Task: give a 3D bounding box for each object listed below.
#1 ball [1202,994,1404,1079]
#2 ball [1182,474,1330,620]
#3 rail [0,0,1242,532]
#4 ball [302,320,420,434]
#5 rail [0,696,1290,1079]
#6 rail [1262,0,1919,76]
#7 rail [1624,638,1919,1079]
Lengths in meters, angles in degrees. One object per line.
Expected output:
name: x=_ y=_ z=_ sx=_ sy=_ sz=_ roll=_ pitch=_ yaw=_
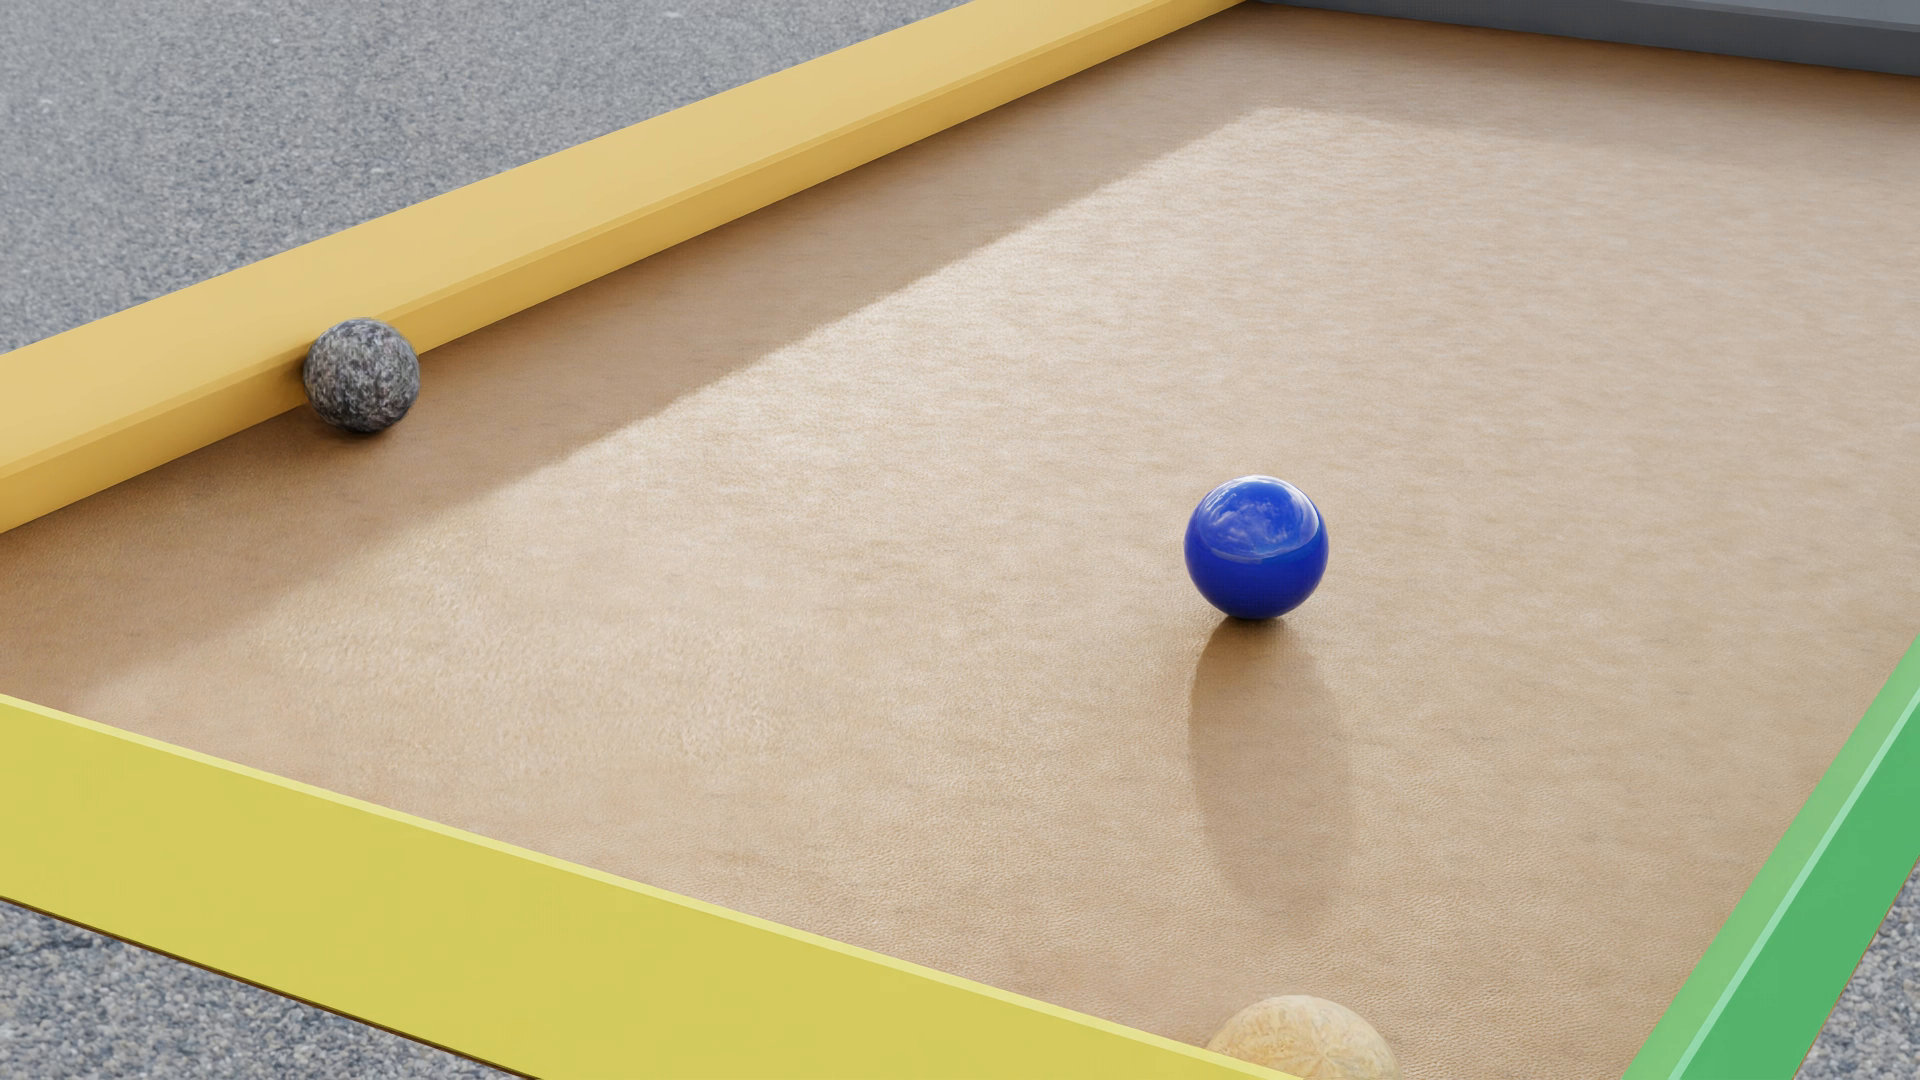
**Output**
ball: x=0.157 y=0.262 z=1.368 sx=0.100 sy=0.100 sz=0.100 roll=0 pitch=22 yaw=0
ball: x=0.201 y=0.005 z=1.999 sx=0.099 sy=0.099 sz=0.099 roll=0 pitch=22 yaw=0
rail: x=-0.240 y=-0.353 z=2.836 sx=0.045 sy=0.129 sz=2.569 roll=12 pitch=25 yaw=27
ball: x=-0.477 y=-0.130 z=2.342 sx=0.091 sy=0.091 sz=0.091 roll=0 pitch=22 yaw=0
rail: x=-0.308 y=0.180 z=1.526 sx=1.339 sy=0.129 sz=0.045 roll=12 pitch=25 yaw=27
rail: x=0.947 y=-0.644 z=3.551 sx=1.339 sy=0.129 sz=0.045 roll=12 pitch=25 yaw=27
rail: x=0.880 y=-0.111 z=2.241 sx=0.045 sy=0.129 sz=2.569 roll=12 pitch=25 yaw=27
